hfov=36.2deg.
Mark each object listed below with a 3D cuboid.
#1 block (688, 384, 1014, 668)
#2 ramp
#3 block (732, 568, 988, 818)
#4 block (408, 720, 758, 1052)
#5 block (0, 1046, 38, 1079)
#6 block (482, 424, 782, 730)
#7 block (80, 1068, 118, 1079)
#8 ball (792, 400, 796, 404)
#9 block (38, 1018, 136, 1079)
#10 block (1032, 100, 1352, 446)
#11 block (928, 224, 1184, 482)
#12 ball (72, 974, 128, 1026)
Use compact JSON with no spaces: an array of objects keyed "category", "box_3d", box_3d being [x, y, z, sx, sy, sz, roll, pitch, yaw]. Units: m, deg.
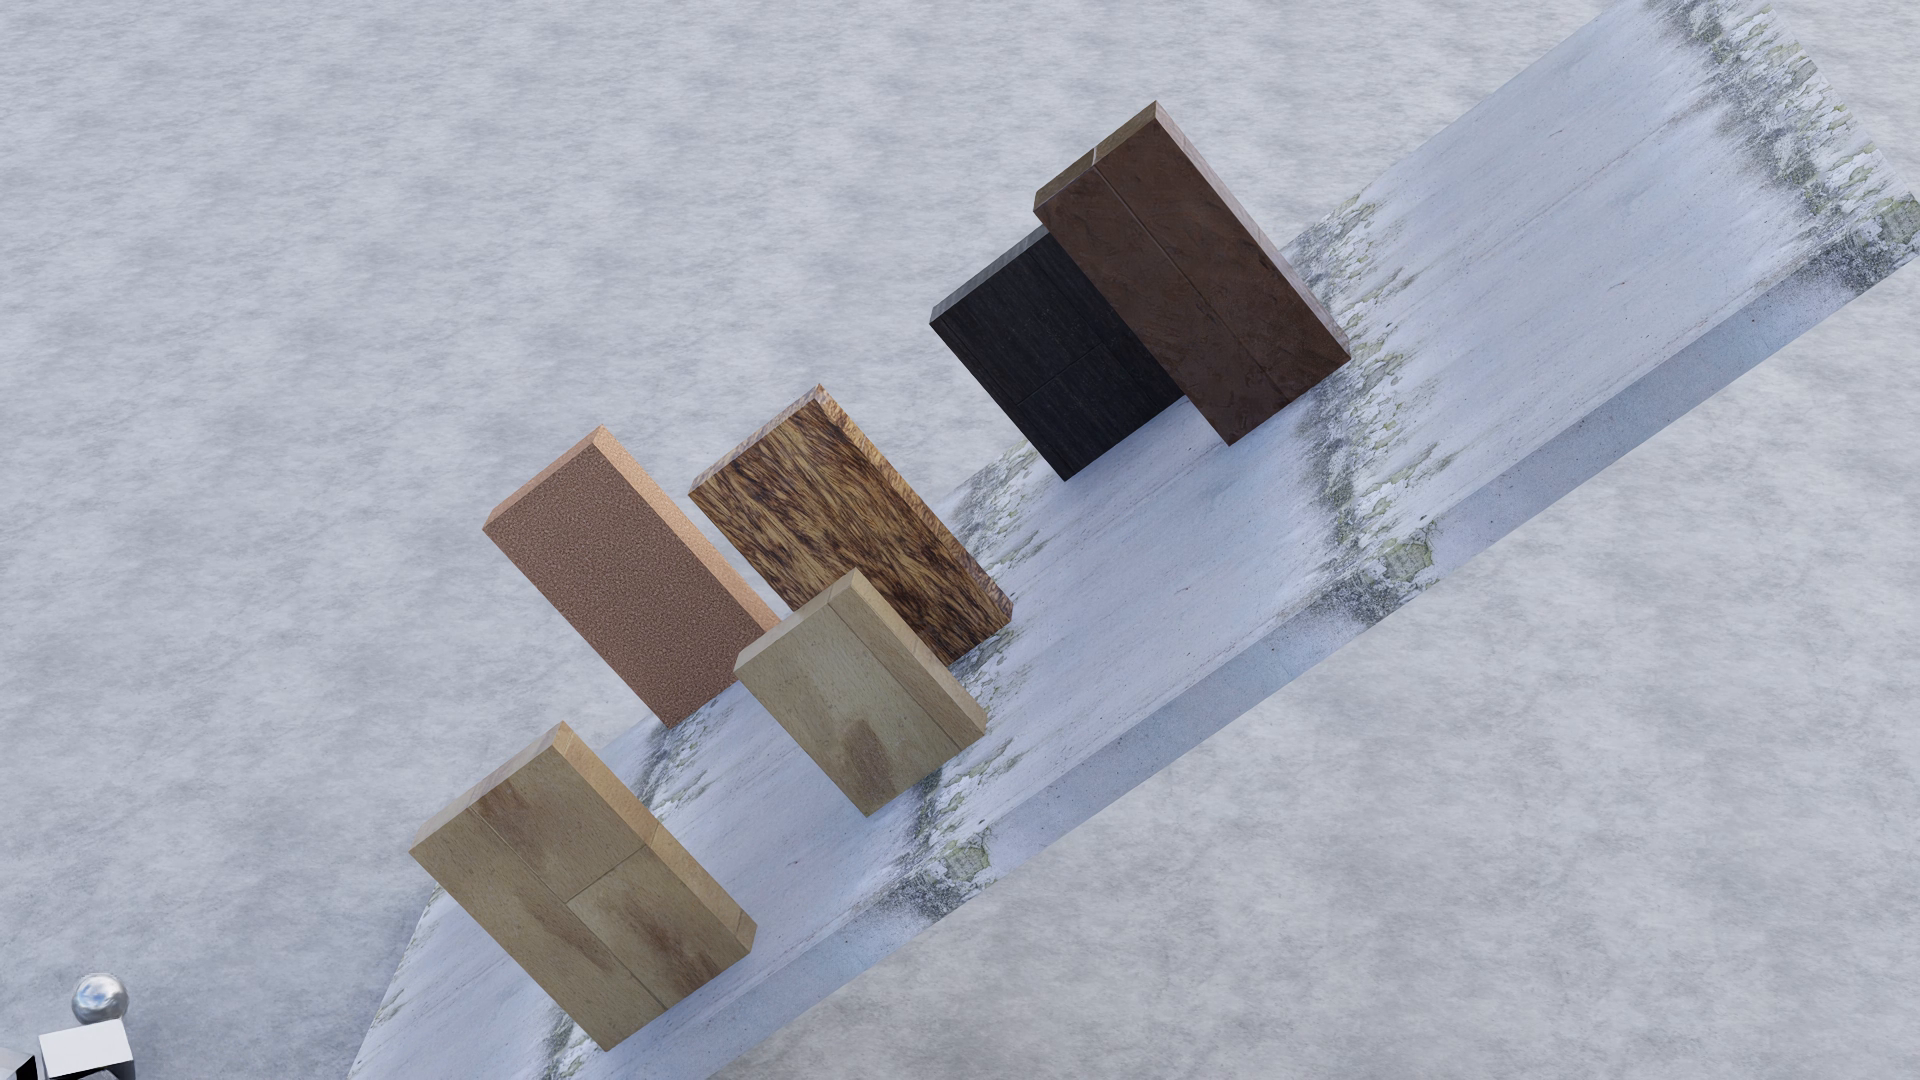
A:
[{"category":"block","box_3d":[-0.228,0.021,6.229,0.353,0.641,0.088,-36,16,18]},{"category":"ramp","box_3d":[0.119,0.186,6.343,4.000,0.100,2.000,-36,16,18]},{"category":"block","box_3d":[-0.196,0.304,5.824,0.307,0.408,0.090,-36,16,18]},{"category":"block","box_3d":[-0.736,0.684,5.769,0.386,0.575,0.103,-36,16,18]},{"category":"block","box_3d":[-2.270,1.296,6.893,0.152,0.152,0.152,8,25,18]},{"category":"block","box_3d":[-0.802,0.096,7.284,0.372,0.695,0.124,-36,16,18]},{"category":"block","box_3d":[-1.982,1.357,6.719,0.182,0.182,0.182,-19,30,-37]},{"category":"ball","box_3d":[-0.568,-0.446,10.825,0.157,0.157,0.157,0,24,0]},{"category":"block","box_3d":[-2.041,1.271,6.903,0.190,0.190,0.190,-10,26,-21]},{"category":"block","box_3d":[0.480,-0.545,6.060,0.315,0.651,0.135,-36,16,18]},{"category":"block","box_3d":[0.246,-0.445,6.651,0.409,0.487,0.110,-36,16,18]},{"category":"ball","box_3d":[-2.123,1.141,7.261,0.137,0.137,0.137,0,24,0]}]
